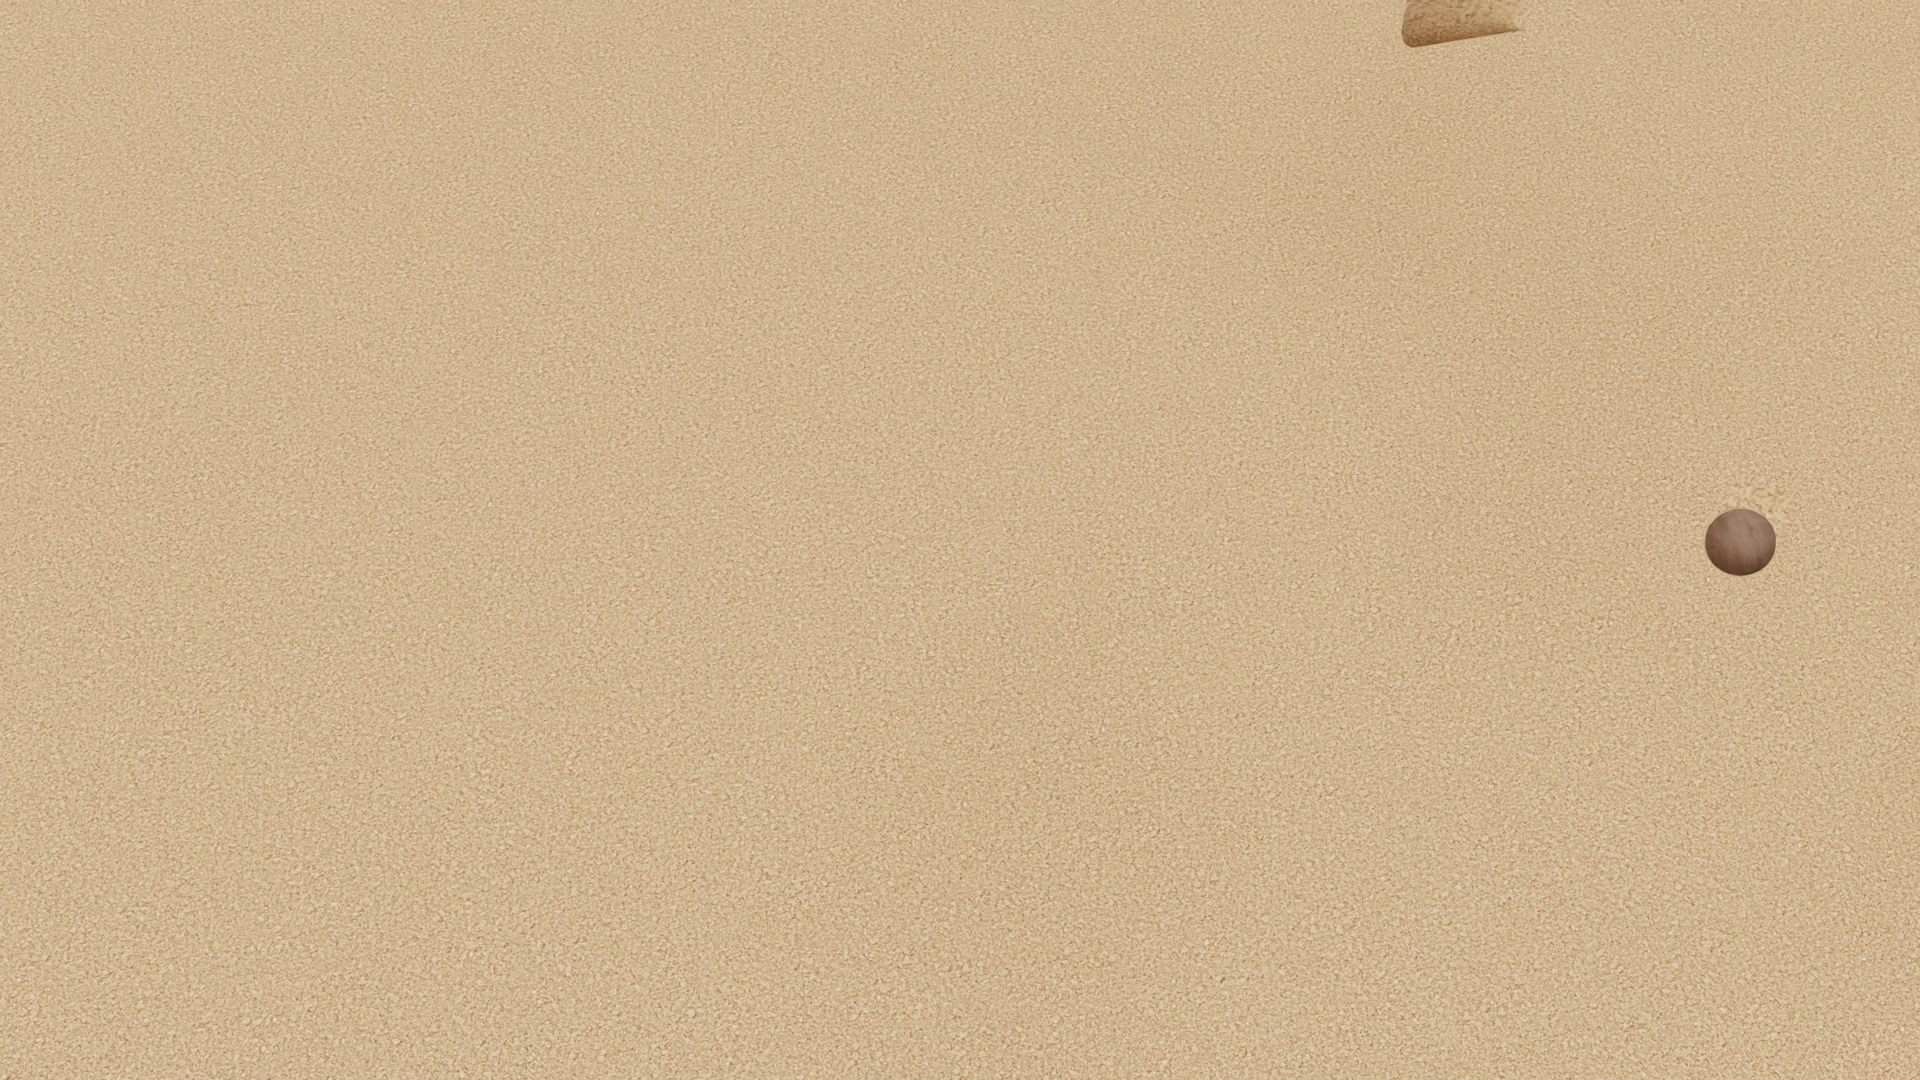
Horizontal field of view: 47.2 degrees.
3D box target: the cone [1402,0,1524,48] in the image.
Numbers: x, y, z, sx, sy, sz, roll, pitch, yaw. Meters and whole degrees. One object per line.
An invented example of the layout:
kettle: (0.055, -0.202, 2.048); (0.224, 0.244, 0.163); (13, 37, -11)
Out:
cone: (1.125, -1.138, 4.689); (0.325, 0.308, 0.196); (-37, 64, -26)
